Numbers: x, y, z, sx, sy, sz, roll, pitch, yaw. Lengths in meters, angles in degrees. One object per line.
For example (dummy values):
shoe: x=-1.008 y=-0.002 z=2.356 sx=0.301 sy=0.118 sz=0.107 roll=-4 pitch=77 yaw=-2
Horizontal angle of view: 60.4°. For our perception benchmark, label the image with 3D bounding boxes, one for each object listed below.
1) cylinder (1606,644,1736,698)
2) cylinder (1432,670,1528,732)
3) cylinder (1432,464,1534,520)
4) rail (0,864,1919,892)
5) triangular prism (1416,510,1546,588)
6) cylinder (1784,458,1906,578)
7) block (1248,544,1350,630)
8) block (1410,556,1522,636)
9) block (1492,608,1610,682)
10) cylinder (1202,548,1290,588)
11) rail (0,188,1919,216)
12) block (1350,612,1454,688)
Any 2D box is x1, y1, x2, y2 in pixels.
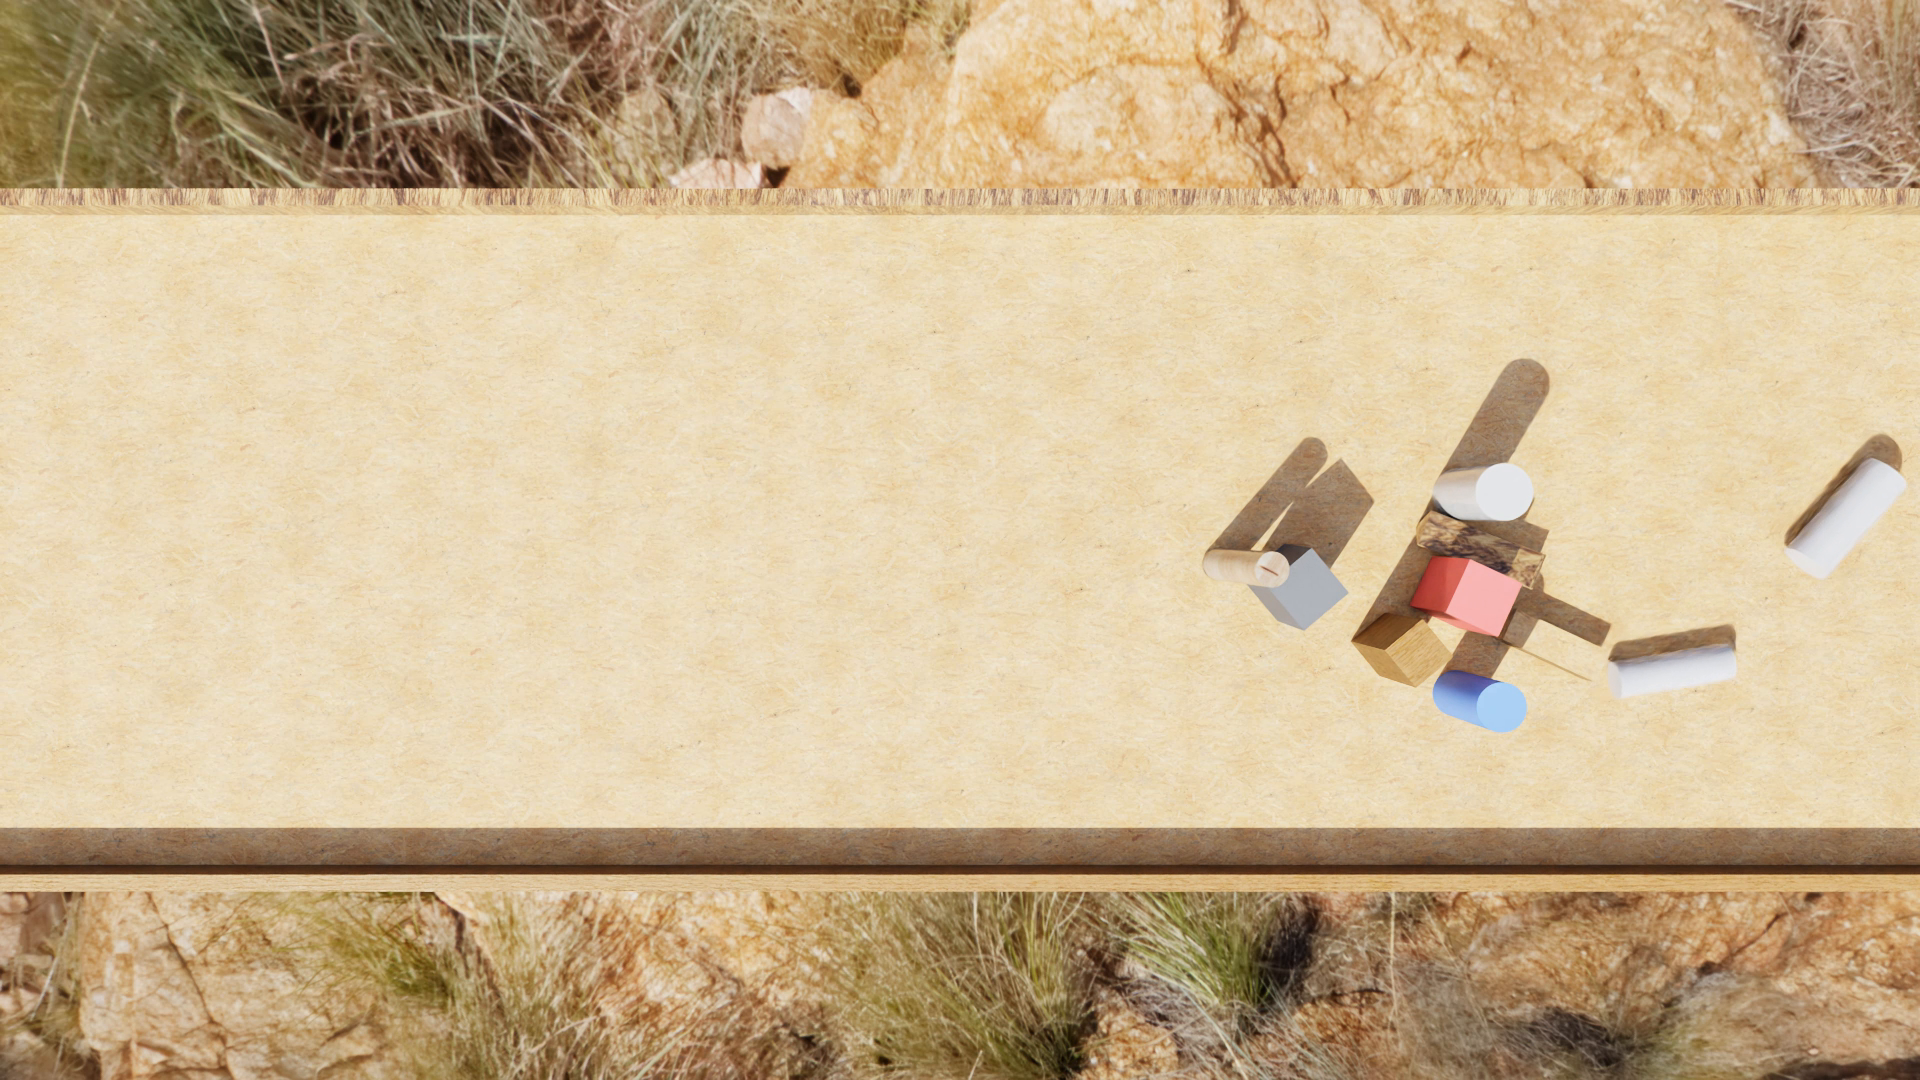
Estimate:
cylinder: x=2.165 y=0.397 z=5.021 sx=0.350 sy=0.111 sz=0.111 roll=-9 pitch=90 yaw=0
cylinder: x=1.525 y=0.472 z=4.859 sx=0.142 sy=0.434 sz=0.142 roll=0 pitch=90 yaw=0
cylinder: x=1.532 y=-0.138 z=4.853 sx=0.162 sy=0.444 sz=0.162 roll=0 pitch=91 yaw=1
rail: x=-2.247 y=1.025 z=5.001 sx=12.000 sy=0.150 sz=0.050 roll=0 pitch=90 yaw=0
triangular prism: x=1.581 y=0.016 z=5.004 sx=0.371 sy=0.111 sz=0.097 roll=21 pitch=122 yaw=0
cylinder: x=2.686 y=-0.065 z=5.005 sx=0.141 sy=0.141 sz=0.364 roll=41 pitch=90 yaw=0
block: x=0.992 y=0.136 z=4.897 sx=0.169 sy=0.352 sz=0.169 roll=-40 pitch=92 yaw=0
block: x=1.500 y=0.164 z=4.906 sx=0.168 sy=0.334 sz=0.168 roll=25 pitch=90 yaw=-3
block: x=1.799 y=0.318 z=5.025 sx=0.309 sy=0.102 sz=0.102 roll=25 pitch=90 yaw=0
cylinder: x=0.834 y=0.078 z=4.845 sx=0.101 sy=0.452 sz=0.101 roll=0 pitch=91 yaw=-11
rail: x=-2.247 y=-1.025 z=5.002 sx=12.000 sy=0.150 sz=0.050 roll=0 pitch=90 yaw=0
block: x=1.299 y=0.321 z=4.870 sx=0.138 sy=0.413 sz=0.138 roll=-40 pitch=90 yaw=0
